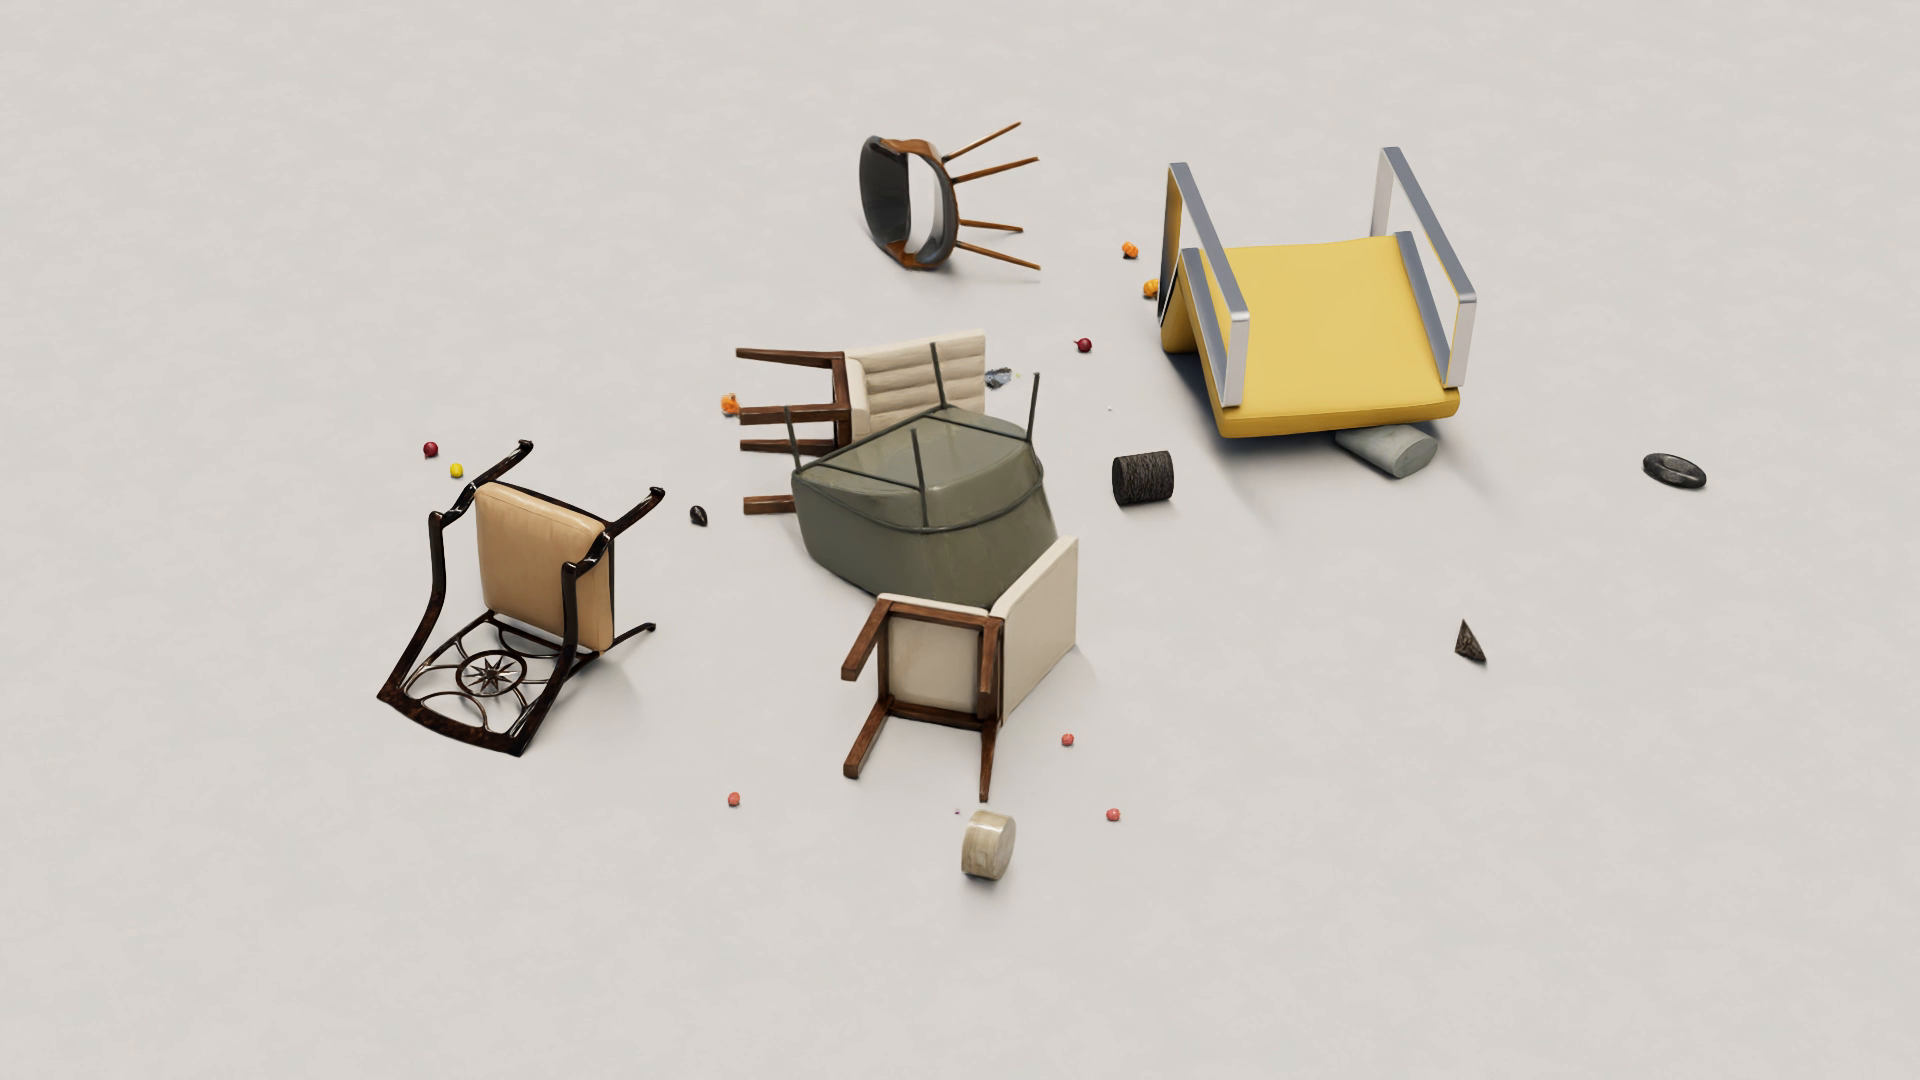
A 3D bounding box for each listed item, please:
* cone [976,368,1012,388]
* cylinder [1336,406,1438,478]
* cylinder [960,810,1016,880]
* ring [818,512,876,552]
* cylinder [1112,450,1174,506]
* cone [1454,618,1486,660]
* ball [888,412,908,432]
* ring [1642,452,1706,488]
[{"bbox_3d":[0.115,-0.669,11.928,0.146,0.073,0.134,9,28,39],"label":"cone"},{"bbox_3d":[1.658,-0.383,11.395,0.251,0.143,0.307,-27,42,-29],"label":"cylinder"},{"bbox_3d":[0.090,0.968,9.292,0.109,0.201,0.210,11,8,17],"label":"cylinder"},{"bbox_3d":[-0.421,-0.030,10.938,0.222,0.060,0.230,0,34,-1],"label":"ring"},{"bbox_3d":[0.694,-0.236,11.121,0.198,0.201,0.155,-8,42,-12],"label":"cylinder"},{"bbox_3d":[1.778,0.372,10.335,0.086,0.117,0.223,-33,33,12],"label":"cone"},{"bbox_3d":[-0.244,-0.467,11.586,0.074,0.074,0.074,0,33,0],"label":"ball"},{"bbox_3d":[2.754,-0.268,11.296,0.270,0.062,0.144,26,43,34],"label":"ring"}]
